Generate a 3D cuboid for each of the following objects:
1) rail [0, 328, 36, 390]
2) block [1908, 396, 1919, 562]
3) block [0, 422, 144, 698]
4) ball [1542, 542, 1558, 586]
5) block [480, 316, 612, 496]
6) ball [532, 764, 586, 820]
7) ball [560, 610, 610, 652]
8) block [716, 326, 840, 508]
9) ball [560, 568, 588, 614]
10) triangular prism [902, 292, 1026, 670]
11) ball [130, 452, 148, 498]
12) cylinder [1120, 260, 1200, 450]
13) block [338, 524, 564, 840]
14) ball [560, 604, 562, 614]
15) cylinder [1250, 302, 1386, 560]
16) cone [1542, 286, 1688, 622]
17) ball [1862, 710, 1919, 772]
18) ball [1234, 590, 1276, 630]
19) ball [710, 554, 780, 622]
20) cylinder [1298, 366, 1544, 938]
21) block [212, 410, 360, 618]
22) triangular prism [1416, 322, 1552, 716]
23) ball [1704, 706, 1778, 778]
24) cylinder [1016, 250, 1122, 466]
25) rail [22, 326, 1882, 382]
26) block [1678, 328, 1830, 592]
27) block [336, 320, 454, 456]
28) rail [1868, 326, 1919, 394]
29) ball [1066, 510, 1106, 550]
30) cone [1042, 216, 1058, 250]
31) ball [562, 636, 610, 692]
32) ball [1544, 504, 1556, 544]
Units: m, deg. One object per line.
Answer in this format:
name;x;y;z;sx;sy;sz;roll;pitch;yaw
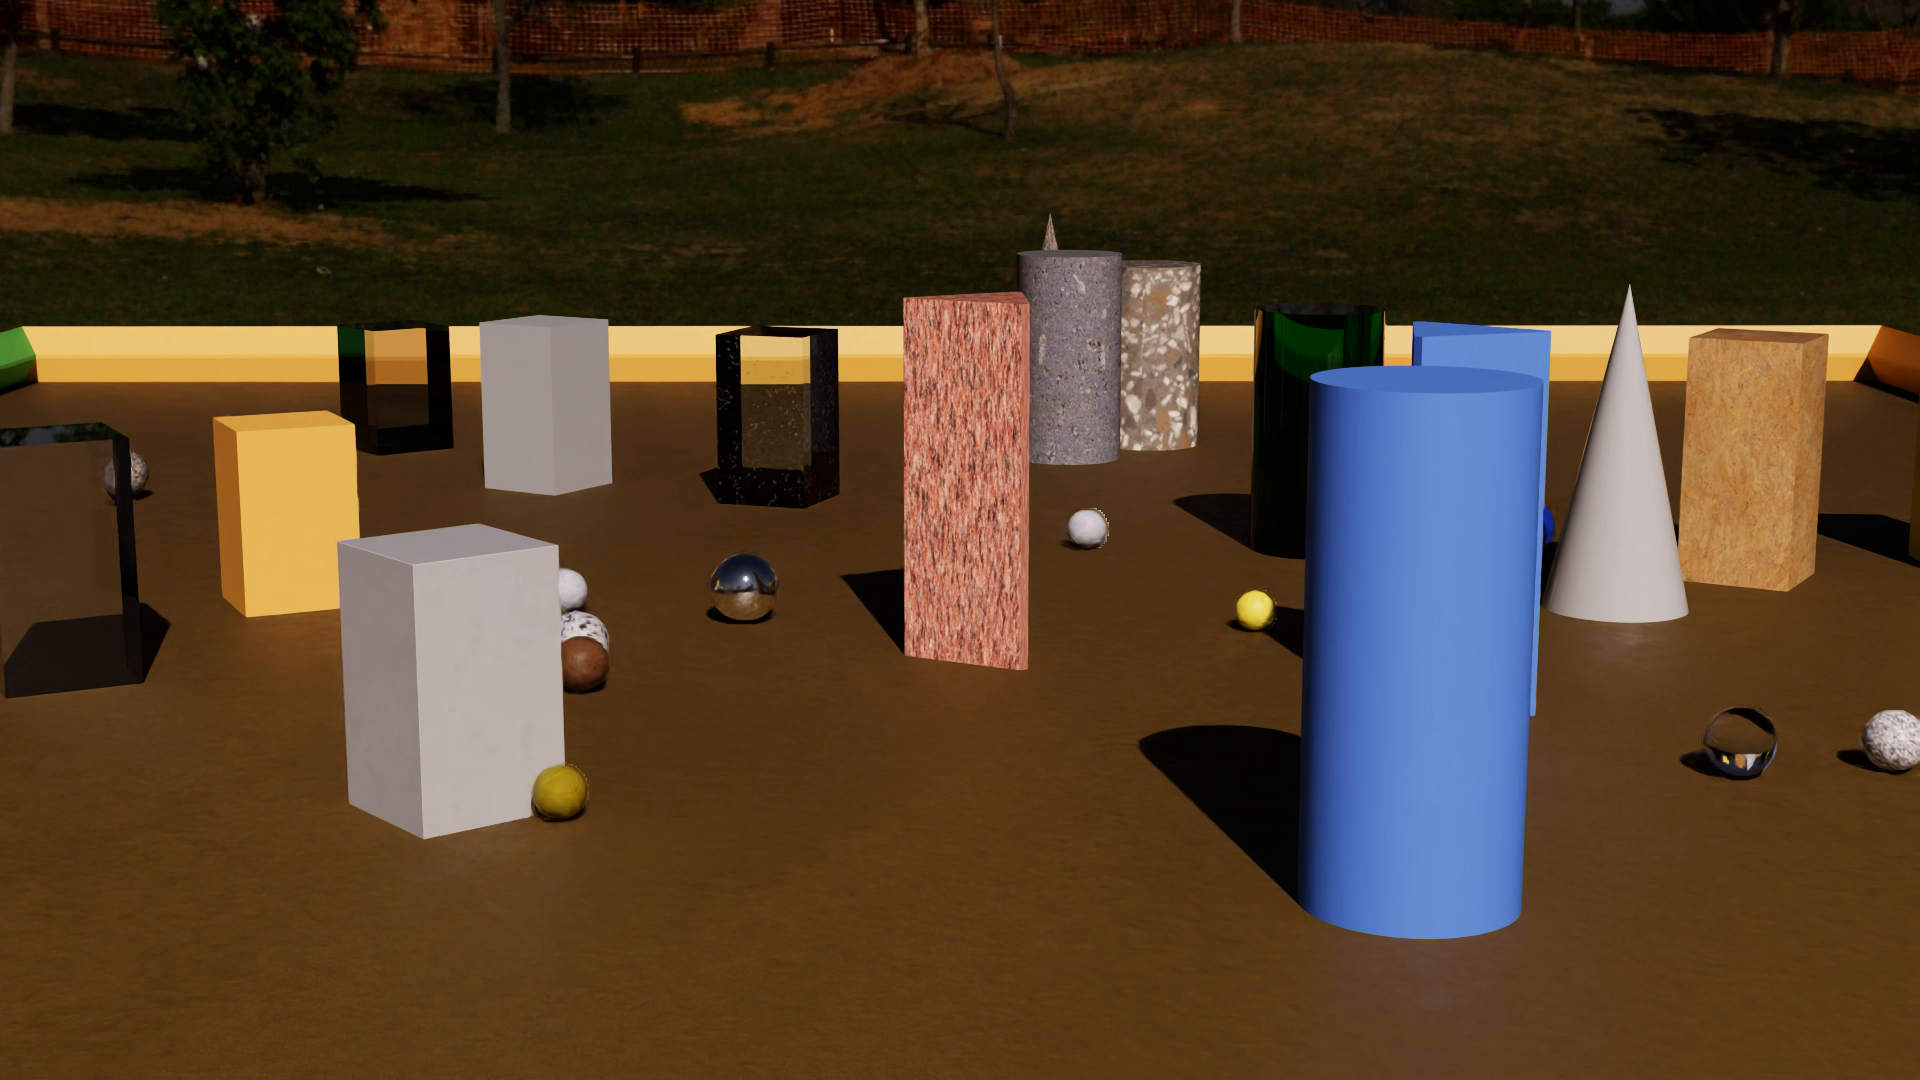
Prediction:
rail;-2.133;0.035;3.437;0.045;0.127;5.105;0;11;0
block;1.499;-0.122;3.748;0.156;0.324;0.156;1;11;4
block;-1.080;0.020;3.061;0.156;0.295;0.156;-6;12;-29
ball;0.833;0.035;3.588;0.065;0.065;0.065;0;11;0
block;-0.720;-0.237;4.467;0.156;0.289;0.156;6;12;30
ball;-0.391;0.246;2.501;0.053;0.053;0.053;0;11;0
ball;-0.461;0.125;3.088;0.079;0.079;0.079;0;11;0
block;-0.306;-0.210;4.330;0.156;0.284;0.156;4;11;19
ball;-0.529;0.069;3.439;0.061;0.061;0.061;0;11;0
triangular prism;0.039;-0.080;3.189;0.169;0.446;0.147;6;12;28
ball;-1.418;-0.111;4.341;0.085;0.085;0.085;0;11;0
cylinder;0.366;-0.360;4.964;0.195;0.348;0.195;0;11;0
block;-0.500;0.134;2.526;0.156;0.266;0.156;-9;14;-39
ball;-0.543;0.095;3.250;0.078;0.078;0.078;0;11;0
cylinder;0.540;-0.167;3.880;0.195;0.365;0.195;0;11;0
cone;0.889;-0.125;3.446;0.195;0.440;0.195;0;11;0
ball;0.975;0.209;2.676;0.065;0.065;0.065;0;11;0
ball;0.384;0.092;3.341;0.052;0.052;0.052;0;11;0
ball;-0.285;0.063;3.389;0.091;0.091;0.091;0;11;0
cylinder;0.395;0.091;2.218;0.195;0.463;0.195;0;11;0
block;-0.918;-0.039;3.503;0.156;0.250;0.156;-5;12;-27
triangular prism;0.549;-0.023;2.910;0.169;0.436;0.147;-4;11;-20
ball;0.807;0.209;2.654;0.073;0.073;0.073;0;11;0
cylinder;0.203;-0.343;4.784;0.195;0.381;0.195;0;11;0
rail;-0.015;-0.428;5.935;4.314;0.127;0.045;0;11;0
block;1.132;-0.118;3.663;0.156;0.348;0.156;6;12;31
block;-1.083;-0.294;4.920;0.156;0.235;0.156;-8;13;-38
rail;2.133;0.030;3.461;0.045;0.127;5.105;0;11;0
ball;0.193;-0.016;3.899;0.061;0.061;0.061;0;11;0
cone;0.184;-0.457;5.269;0.195;0.429;0.195;0;11;0
ball;-0.445;0.145;3.013;0.066;0.066;0.066;0;11;0
ball;0.834;-0.017;3.806;0.096;0.096;0.096;0;11;0
